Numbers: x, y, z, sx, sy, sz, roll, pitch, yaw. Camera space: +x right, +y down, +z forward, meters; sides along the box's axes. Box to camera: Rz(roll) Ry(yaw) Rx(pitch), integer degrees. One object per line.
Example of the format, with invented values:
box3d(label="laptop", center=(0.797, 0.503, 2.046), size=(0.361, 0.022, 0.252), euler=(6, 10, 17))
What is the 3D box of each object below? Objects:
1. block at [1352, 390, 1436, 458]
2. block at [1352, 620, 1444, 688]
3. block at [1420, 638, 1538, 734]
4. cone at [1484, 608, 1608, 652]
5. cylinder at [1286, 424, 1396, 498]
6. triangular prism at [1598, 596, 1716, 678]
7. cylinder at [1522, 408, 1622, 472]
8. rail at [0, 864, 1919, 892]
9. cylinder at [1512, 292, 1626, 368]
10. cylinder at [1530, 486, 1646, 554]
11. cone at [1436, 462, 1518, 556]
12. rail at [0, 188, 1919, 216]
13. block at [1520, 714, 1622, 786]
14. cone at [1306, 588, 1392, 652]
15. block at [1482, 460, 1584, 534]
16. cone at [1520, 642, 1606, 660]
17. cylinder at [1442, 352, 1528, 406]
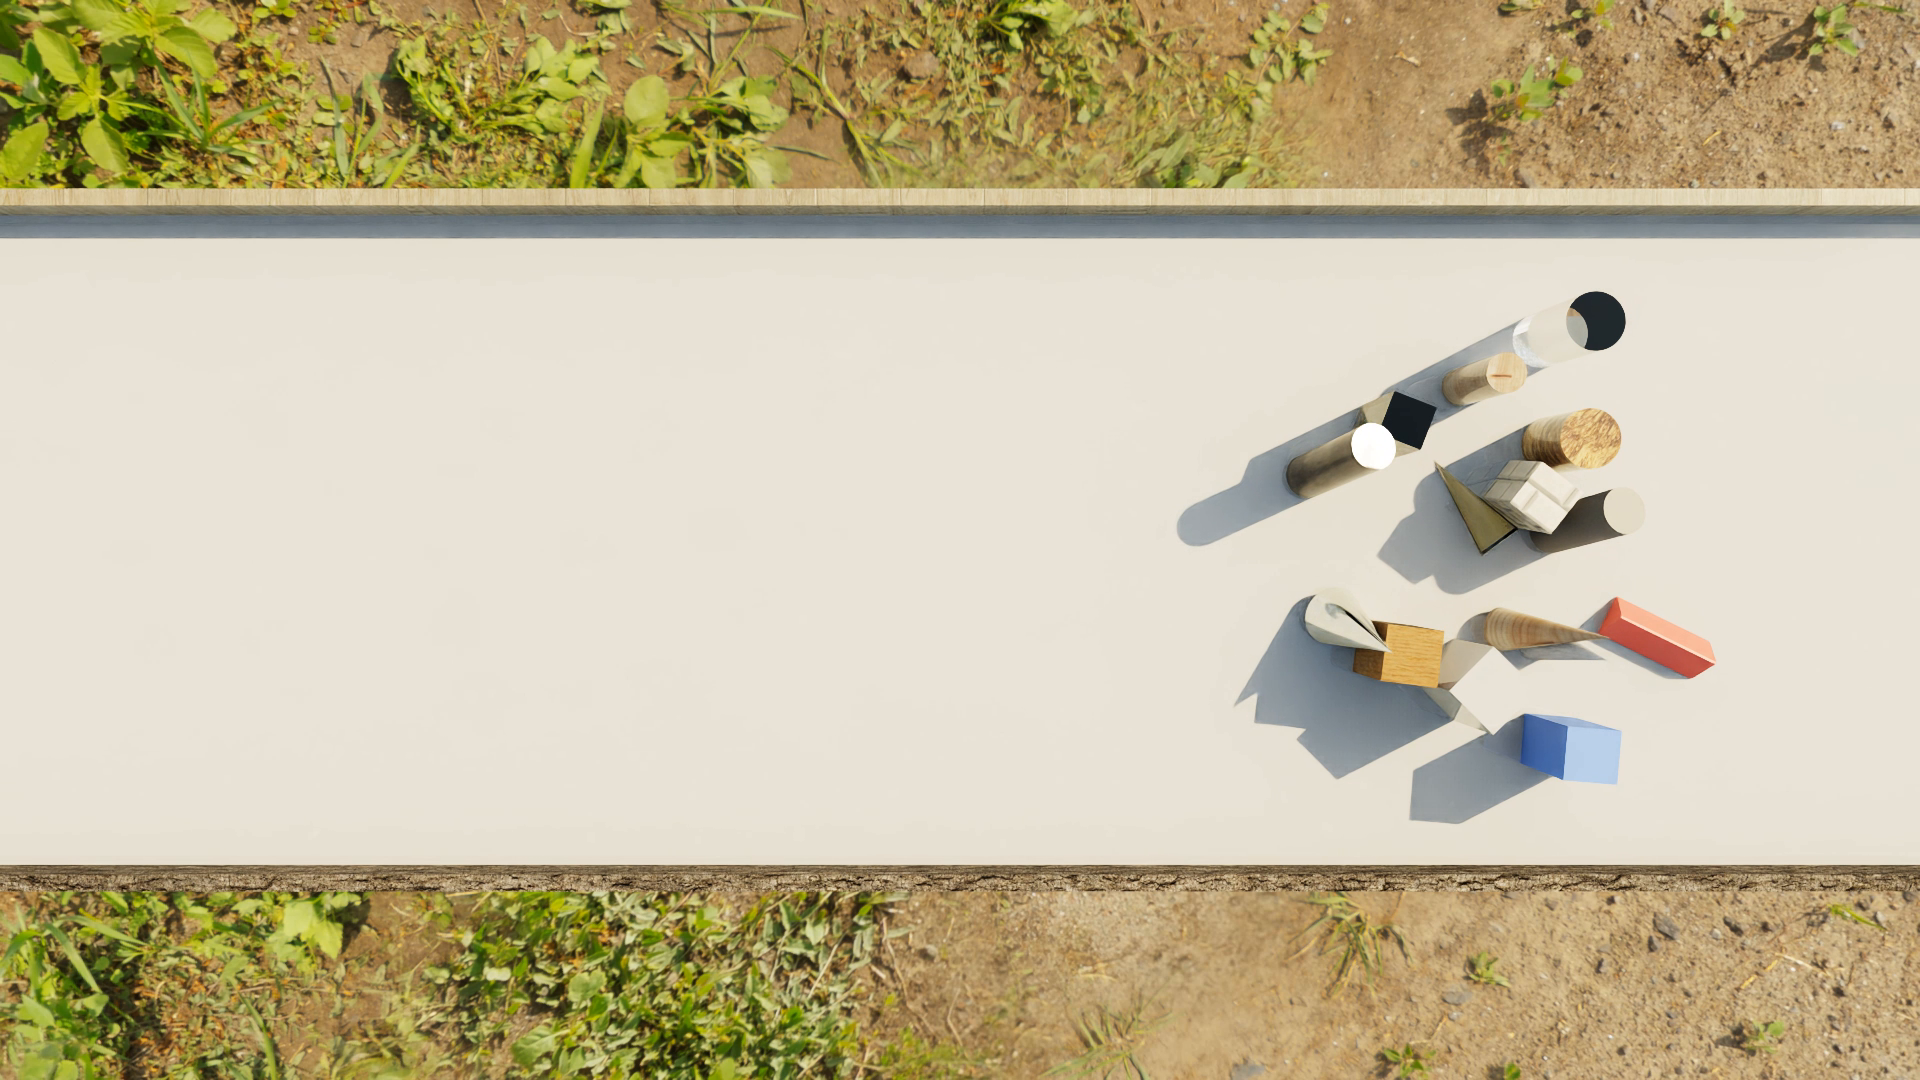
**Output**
box3d(label="block", center=(1.275, -0.335, 4.891), size=(0.131, 0.366, 0.131), euler=(21, 88, 0))
box3d(label="block", center=(1.302, 0.334, 4.914), size=(0.165, 0.322, 0.165), euler=(7, 90, -1))
box3d(label="block", center=(1.520, 0.429, 4.887), size=(0.178, 0.378, 0.178), euler=(45, 90, 0))
box3d(label="cone", center=(1.749, 0.275, 4.864), size=(0.136, 0.410, 0.136), euler=(0, 91, -29))
box3d(label="cylinder", center=(1.113, -0.229, 4.848), size=(0.134, 0.436, 0.134), euler=(2, 80, -13))
box3d(label="triangular prism", center=(2.134, 0.301, 5.019), size=(0.317, 0.108, 0.125), euler=(26, 90, 0))
box3d(label="cylinder", center=(1.812, -0.291, 4.903), size=(0.175, 0.346, 0.175), euler=(0, 90, 1))
box3d(label="rail", center=(-2.247, 1.025, 5.001), size=(12.000, 0.150, 0.050), euler=(0, 90, 0))
box3d(label="cylinder", center=(1.786, -0.615, 4.853), size=(0.168, 0.446, 0.168), euler=(0, 90, 0))
box3d(label="cylinder", center=(1.851, -0.056, 4.880), size=(0.137, 0.368, 0.137), euler=(2, 80, -14))
box3d(label="cone", center=(1.549, -0.119, 5.043), size=(0.136, 0.136, 0.320), euler=(-36, 78, 0))
box3d(label="rail", center=(-2.247, -1.025, 5.002), size=(12.000, 0.150, 0.050), euler=(0, 90, 0))
box3d(label="block", center=(1.809, 0.617, 4.896), size=(0.155, 0.361, 0.155), euler=(5, 90, 0))
box3d(label="cone", center=(1.183, 0.276, 4.858), size=(0.179, 0.402, 0.179), euler=(-3, 103, -12))
box3d(label="block", center=(1.697, -0.131, 4.910), size=(0.149, 0.323, 0.149), euler=(37, 94, 0))
box3d(label="cone", center=(1.800, 0.324, 4.861), size=(0.121, 0.418, 0.121), euler=(-1, 94, -7))
box3d(label="cylinder", center=(1.540, -0.471, 4.861), size=(0.116, 0.431, 0.116), euler=(0, 90, 0))
